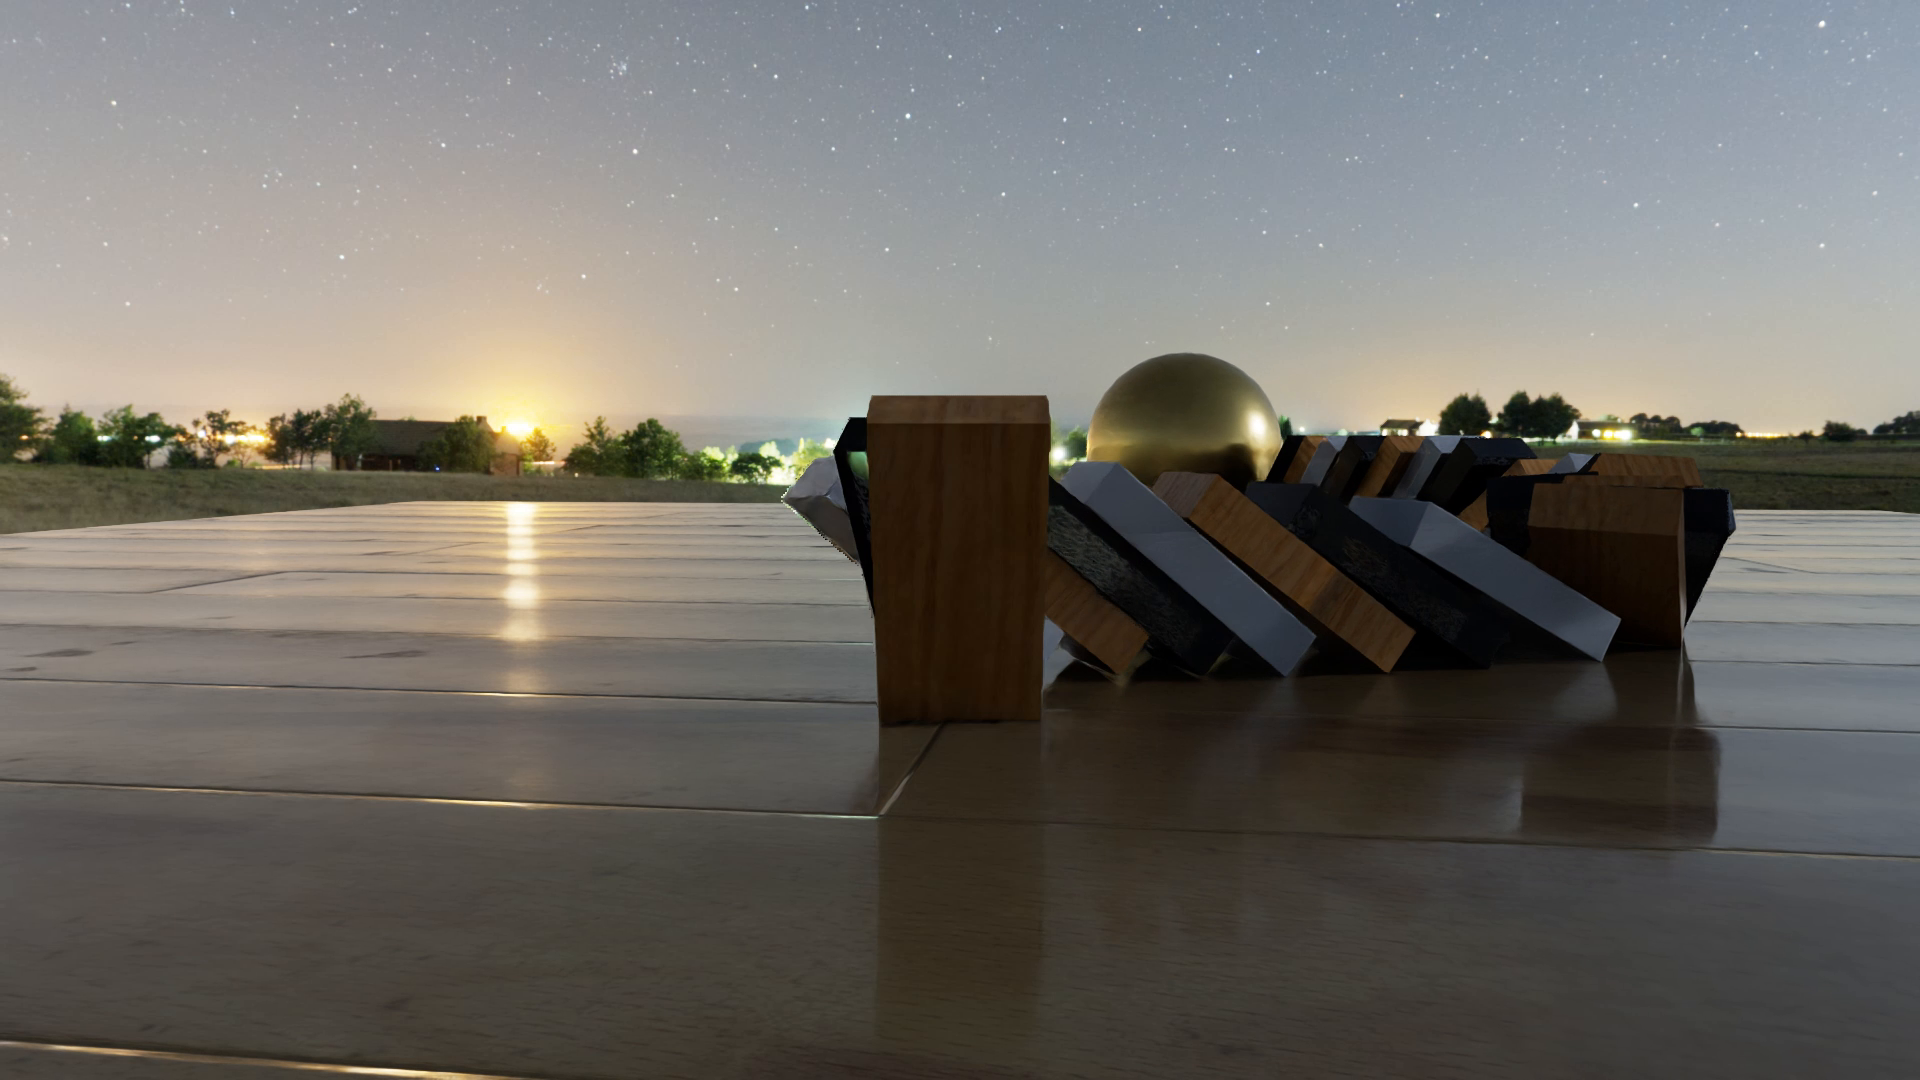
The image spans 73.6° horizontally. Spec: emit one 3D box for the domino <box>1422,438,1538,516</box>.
[{"bbox_3d":[0.169,-0.012,0.431,0.025,0.050,0.009,-2,45,-22],"label":"domino"}]

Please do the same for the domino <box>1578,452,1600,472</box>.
[{"bbox_3d":[0.187,-0.006,0.382,0.025,0.009,0.050,4,-34,-11],"label":"domino"}]

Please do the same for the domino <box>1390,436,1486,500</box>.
[{"bbox_3d":[0.162,-0.013,0.442,0.025,0.050,0.010,-2,42,-22],"label":"domino"}]

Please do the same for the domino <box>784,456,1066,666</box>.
[{"bbox_3d":[-0.007,0.005,0.231,0.050,0.009,0.025,41,-15,-18],"label":"domino"}]

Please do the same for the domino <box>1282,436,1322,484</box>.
[{"bbox_3d":[0.132,-0.016,0.482,0.025,0.050,0.009,-2,42,-23],"label":"domino"}]

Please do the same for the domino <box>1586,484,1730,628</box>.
[{"bbox_3d":[0.145,0.005,0.274,0.025,0.009,0.050,3,-25,21],"label":"domino"}]

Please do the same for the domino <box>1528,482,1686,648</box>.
[{"bbox_3d":[0.131,0.006,0.257,0.025,0.009,0.050,5,-25,33],"label":"domino"}]

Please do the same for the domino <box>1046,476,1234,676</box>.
[{"bbox_3d":[0.026,0.005,0.240,0.050,0.010,0.025,40,-5,-12],"label":"domino"}]

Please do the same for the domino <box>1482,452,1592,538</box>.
[{"bbox_3d":[0.185,-0.007,0.399,0.025,0.010,0.050,4,-34,-17],"label":"domino"}]

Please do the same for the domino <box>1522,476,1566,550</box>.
[{"bbox_3d":[0.168,-0.001,0.349,0.025,0.009,0.050,2,-27,28],"label":"domino"}]

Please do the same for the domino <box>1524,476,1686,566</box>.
[{"bbox_3d":[0.155,0.001,0.313,0.025,0.010,0.050,1,-29,9],"label":"domino"}]

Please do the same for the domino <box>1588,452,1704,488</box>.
[{"bbox_3d":[0.185,-0.005,0.365,0.025,0.009,0.050,3,-35,-1],"label":"domino"}]

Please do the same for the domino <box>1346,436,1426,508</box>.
[{"bbox_3d":[0.151,-0.014,0.451,0.025,0.050,0.010,-2,42,-22],"label":"domino"}]

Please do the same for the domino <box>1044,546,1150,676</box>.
[{"bbox_3d":[0.010,0.005,0.238,0.050,0.009,0.025,40,-7,-11],"label":"domino"}]

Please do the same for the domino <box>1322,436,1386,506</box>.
[{"bbox_3d":[0.142,-0.015,0.460,0.025,0.050,0.009,-2,42,-22],"label":"domino"}]

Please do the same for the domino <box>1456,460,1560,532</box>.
[{"bbox_3d":[0.177,-0.008,0.417,0.025,0.009,0.050,-2,-32,-22],"label":"domino"}]

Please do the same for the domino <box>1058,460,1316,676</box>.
[{"bbox_3d":[0.041,0.005,0.241,0.050,0.009,0.025,40,-4,-12],"label":"domino"}]

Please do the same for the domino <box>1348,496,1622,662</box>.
[{"bbox_3d":[0.102,0.007,0.255,0.050,0.009,0.025,28,-4,-16],"label":"domino"}]

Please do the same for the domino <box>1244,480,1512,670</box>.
[{"bbox_3d":[0.079,0.006,0.249,0.050,0.009,0.025,33,-4,-14],"label":"domino"}]

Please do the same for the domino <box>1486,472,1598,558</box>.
[{"bbox_3d":[0.152,0.000,0.333,0.025,0.009,0.050,-3,-29,26],"label":"domino"}]

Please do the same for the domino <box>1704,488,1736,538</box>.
[{"bbox_3d":[0.154,0.004,0.295,0.025,0.010,0.050,1,-25,9],"label":"domino"}]

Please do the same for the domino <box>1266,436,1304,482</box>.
[{"bbox_3d":[0.129,-0.017,0.493,0.025,0.050,0.009,-2,42,-23],"label":"domino"}]

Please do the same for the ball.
[{"bbox_3d":[0.092,-0.037,0.530,0.080,0.080,0.080,0,4,0],"label":"ball"}]

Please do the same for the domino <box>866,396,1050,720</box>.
[{"bbox_3d":[0.000,0.004,0.190,0.025,0.050,0.010,0,29,0],"label":"domino"}]

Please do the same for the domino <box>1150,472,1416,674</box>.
[{"bbox_3d":[0.060,0.006,0.244,0.050,0.009,0.025,36,-4,-13],"label":"domino"}]

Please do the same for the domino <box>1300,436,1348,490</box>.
[{"bbox_3d":[0.136,-0.016,0.470,0.025,0.050,0.010,-2,42,-23],"label":"domino"}]

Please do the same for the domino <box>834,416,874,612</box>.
[{"bbox_3d":[-0.002,0.004,0.208,0.025,0.050,0.010,1,39,15],"label":"domino"}]
